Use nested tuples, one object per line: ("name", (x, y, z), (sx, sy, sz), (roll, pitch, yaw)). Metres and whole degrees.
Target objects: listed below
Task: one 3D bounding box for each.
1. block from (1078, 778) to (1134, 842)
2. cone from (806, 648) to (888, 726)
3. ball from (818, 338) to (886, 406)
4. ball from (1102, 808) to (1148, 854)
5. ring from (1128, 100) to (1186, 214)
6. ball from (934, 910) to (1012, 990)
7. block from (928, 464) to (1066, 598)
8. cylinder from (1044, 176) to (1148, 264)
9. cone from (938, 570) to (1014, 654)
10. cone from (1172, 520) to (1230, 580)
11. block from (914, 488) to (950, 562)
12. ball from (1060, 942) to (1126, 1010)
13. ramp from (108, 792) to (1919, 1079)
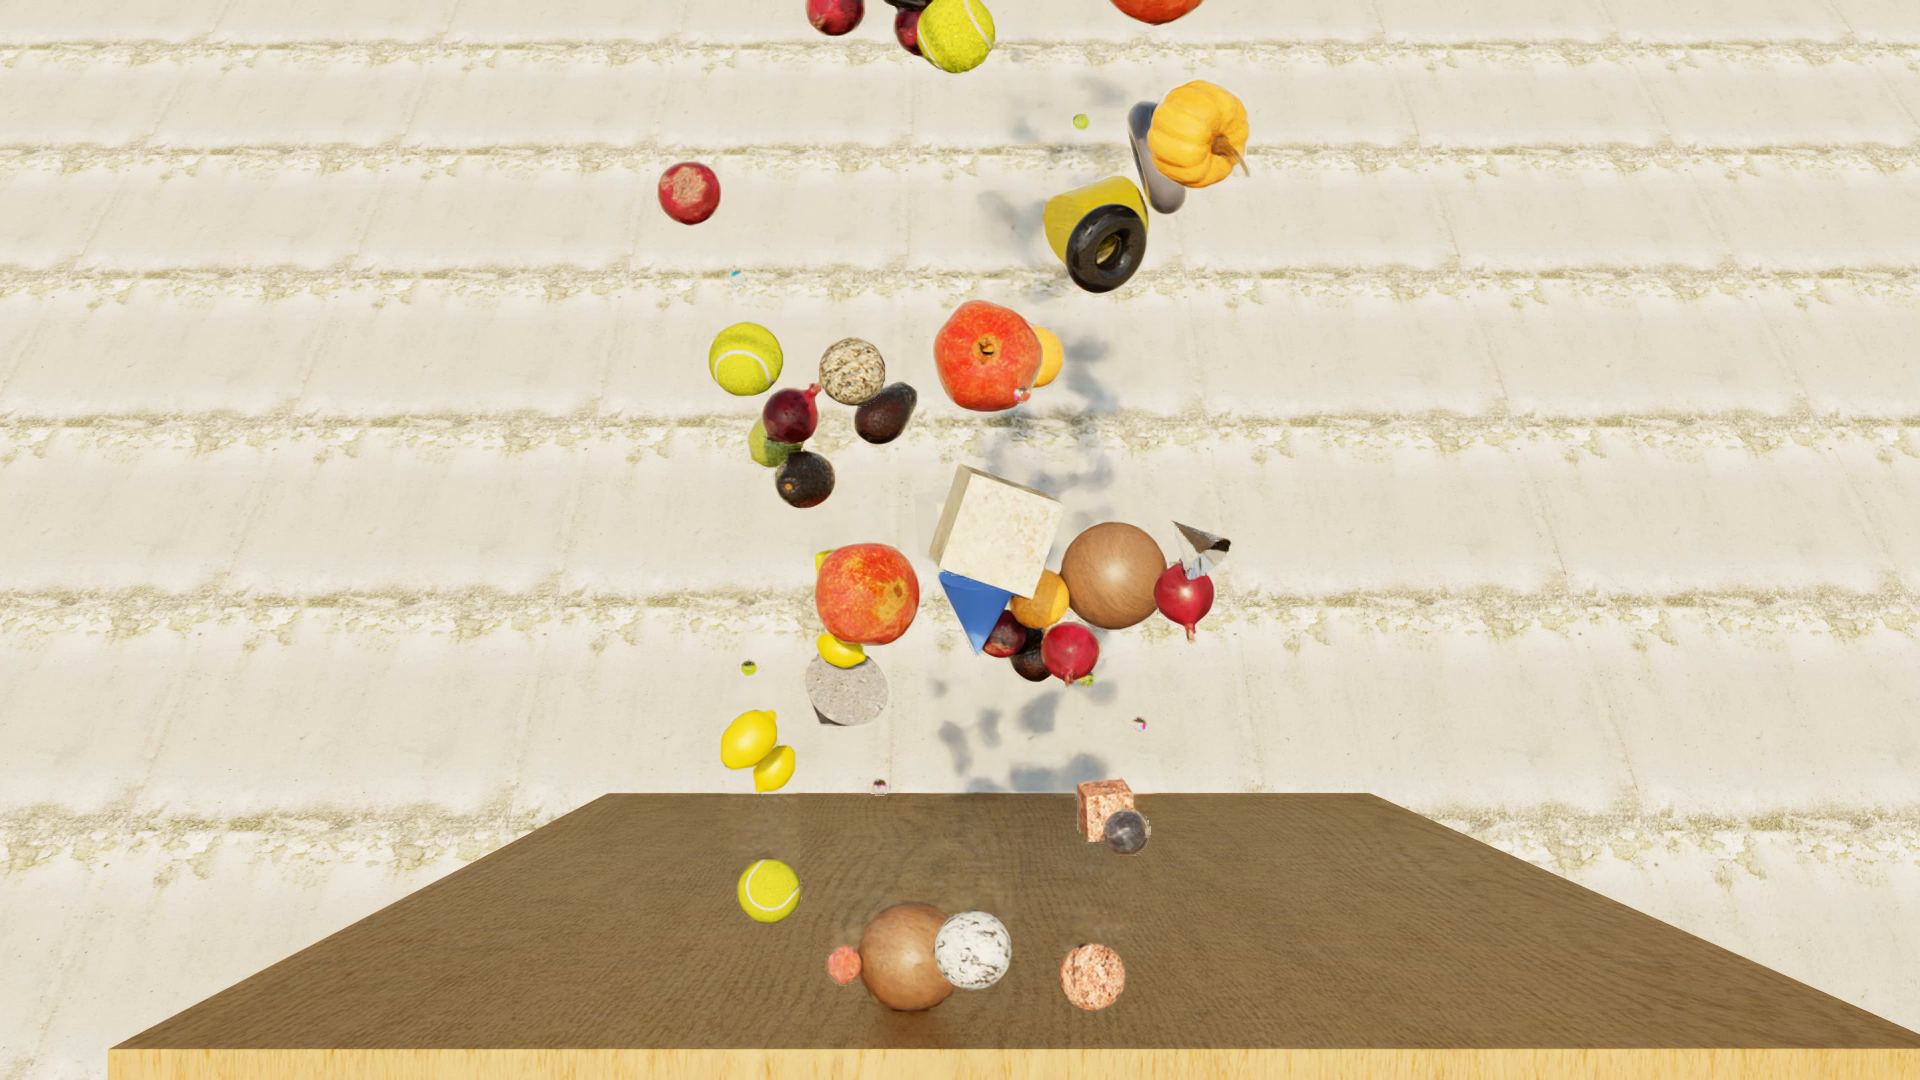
("block", (0.169, 0.312, 3.005), (0.054, 0.054, 0.054), (-6, 13, -7))
("cone", (-0.145, 0.190, 2.979), (0.099, 0.099, 0.099), (11, 57, -17))
("ball", (-0.102, -0.160, 2.462), (0.064, 0.064, 0.064), (0, 34, 0))
("ball", (0.188, 0.332, 2.957), (0.053, 0.053, 0.053), (0, 34, 0))
("ring", (0.208, -0.405, 2.748), (0.041, 0.124, 0.124), (-16, 35, 2))
("ball", (0.014, 0.442, 2.797), (0.084, 0.084, 0.084), (0, 34, 0))
("block", (0.035, -0.010, 2.585), (0.098, 0.098, 0.098), (19, 4, -9))
("cylinder", (0.148, -0.347, 2.825), (0.081, 0.081, 0.081), (-23, 41, -31))
("cone", (0.022, 0.090, 3.057), (0.098, 0.098, 0.098), (1, 17, 0))
("cone", (0.225, 0.000, 2.538), (0.056, 0.056, 0.056), (-26, 62, -32))
("block", (-0.003, -0.016, 2.670), (0.064, 0.064, 0.064), (-10, 14, -21))
("ball", (0.150, 0.493, 2.933), (0.075, 0.075, 0.075), (0, 34, 0))
("ramp", (0.076, 0.658, 4.811), (2.000, 0.100, 4.000), (0, -2, 0))
